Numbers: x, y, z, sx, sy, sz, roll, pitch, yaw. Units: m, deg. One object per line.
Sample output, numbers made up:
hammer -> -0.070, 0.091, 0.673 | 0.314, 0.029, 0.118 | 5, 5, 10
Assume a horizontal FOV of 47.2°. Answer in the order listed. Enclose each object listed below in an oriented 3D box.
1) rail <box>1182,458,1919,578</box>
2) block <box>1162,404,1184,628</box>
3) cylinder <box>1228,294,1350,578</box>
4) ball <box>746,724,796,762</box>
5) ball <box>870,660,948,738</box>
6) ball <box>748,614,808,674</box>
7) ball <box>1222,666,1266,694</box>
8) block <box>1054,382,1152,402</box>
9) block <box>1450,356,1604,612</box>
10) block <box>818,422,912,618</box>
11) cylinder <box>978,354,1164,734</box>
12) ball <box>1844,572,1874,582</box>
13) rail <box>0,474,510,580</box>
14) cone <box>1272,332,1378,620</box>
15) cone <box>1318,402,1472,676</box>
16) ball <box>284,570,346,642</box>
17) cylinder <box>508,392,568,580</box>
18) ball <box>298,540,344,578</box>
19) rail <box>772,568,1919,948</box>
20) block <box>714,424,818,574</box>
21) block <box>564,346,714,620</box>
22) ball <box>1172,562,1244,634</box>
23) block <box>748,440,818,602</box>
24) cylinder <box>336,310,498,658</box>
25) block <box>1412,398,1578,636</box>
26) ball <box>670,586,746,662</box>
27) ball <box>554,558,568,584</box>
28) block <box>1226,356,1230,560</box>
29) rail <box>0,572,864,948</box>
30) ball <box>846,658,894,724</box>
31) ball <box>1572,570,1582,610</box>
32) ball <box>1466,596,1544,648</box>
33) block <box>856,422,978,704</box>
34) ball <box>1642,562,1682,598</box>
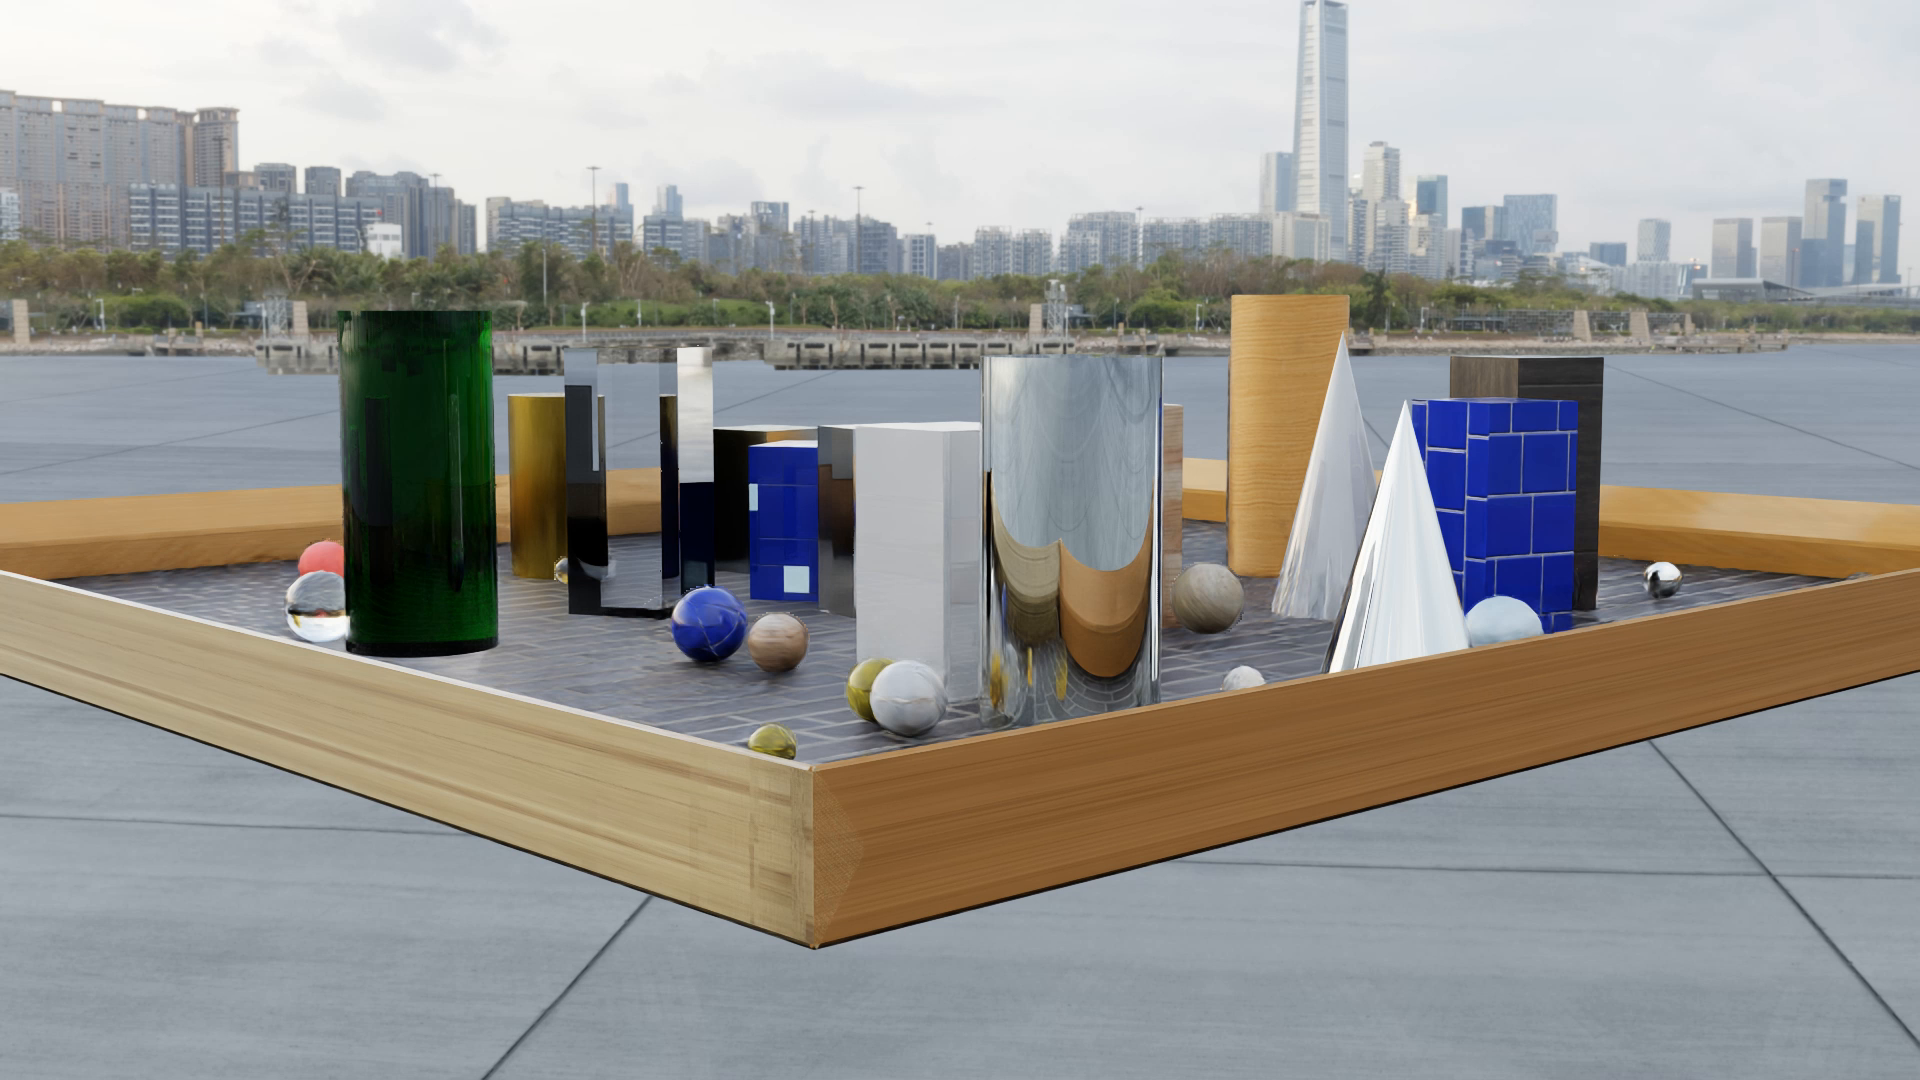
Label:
rail -> 0.941, -0.057, 4.196 | 0.045, 0.128, 2.527 | -5, 8, -42
block -> 0.207, -0.037, 3.124 | 0.158, 0.313, 0.158 | -3, 7, -24
cylinder -> 0.557, -0.179, 3.735 | 0.197, 0.470, 0.197 | 0, 6, 0
ball -> -0.181, 0.202, 2.117 | 0.048, 0.048, 0.048 | 0, 6, 0
ball -> -0.054, 0.166, 2.302 | 0.081, 0.081, 0.081 | 0, 6, 0
ball -> -0.224, 0.127, 2.709 | 0.074, 0.074, 0.074 | 0, 6, 0
ball -> 0.318, 0.166, 2.463 | 0.048, 0.048, 0.048 | 0, 6, 0
block -> 0.264, -0.133, 4.065 | 0.158, 0.310, 0.158 | 1, 6, 13
block -> 0.846, -0.087, 3.305 | 0.158, 0.376, 0.158 | -3, 7, -25
block -> -0.101, -0.030, 3.238 | 0.158, 0.275, 0.158 | -4, 7, -34
cylinder -> 0.119, 0.001, 2.367 | 0.197, 0.396, 0.197 | 0, 6, 0
ball -> 1.331, 0.078, 3.244 | 0.060, 0.060, 0.060 | 0, 6, 0
rail -> -0.841, -0.061, 4.238 | 2.609, 0.128, 0.045 | -5, 8, -42
cone -> 0.562, -0.101, 3.247 | 0.197, 0.415, 0.197 | 0, 6, 0
cone -> 0.520, 0.005, 2.586 | 0.197, 0.341, 0.197 | 0, 6, 0
ball -> -0.858, 0.090, 2.955 | 0.097, 0.097, 0.097 | 0, 6, 0
cylinder -> -0.665, -0.095, 3.734 | 0.197, 0.303, 0.197 | 0, 6, 0
ball -> -1.001, 0.043, 3.472 | 0.083, 0.083, 0.083 | 0, 6, 0
rail -> 0.841, 0.128, 2.426 | 2.609, 0.128, 0.045 | -5, 8, -42
block -> -0.333, -0.072, 3.798 | 0.158, 0.243, 0.158 | 5, 8, 39
block -> -0.473, -0.090, 3.260 | 0.158, 0.390, 0.158 | 2, 6, 22
ball -> 0.341, 0.081, 3.028 | 0.099, 0.099, 0.099 | 0, 6, 0
block -> -0.227, -0.032, 3.444 | 0.158, 0.237, 0.158 | 2, 6, 16
cylinder -> -0.715, -0.080, 2.904 | 0.197, 0.444, 0.197 | 0, 6, 0
block -> 0.739, -0.034, 3.056 | 0.158, 0.321, 0.158 | -3, 7, -28
ball -> -0.318, 0.108, 2.786 | 0.096, 0.096, 0.096 | 0, 6, 0
ball -> -0.641, 0.050, 3.595 | 0.043, 0.043, 0.043 | 0, 6, 0
block -> 0.568, -0.153, 3.992 | 0.158, 0.364, 0.158 | 1, 6, 10
rail -> -0.941, 0.124, 2.468 | 0.045, 0.128, 2.527 | -5, 8, -42
ball -> -0.087, 0.163, 2.378 | 0.071, 0.071, 0.071 | 0, 6, 0
ball -> 0.849, 0.069, 3.175 | 0.091, 0.091, 0.091 | 0, 6, 0
ball -> 0.660, 0.118, 2.679 | 0.098, 0.098, 0.098 | 0, 6, 0
block -> -0.011, 0.020, 2.594 | 0.158, 0.309, 0.158 | -5, 8, -41
ball -> 1.088, 0.062, 3.406 | 0.058, 0.058, 0.058 | 0, 6, 0
